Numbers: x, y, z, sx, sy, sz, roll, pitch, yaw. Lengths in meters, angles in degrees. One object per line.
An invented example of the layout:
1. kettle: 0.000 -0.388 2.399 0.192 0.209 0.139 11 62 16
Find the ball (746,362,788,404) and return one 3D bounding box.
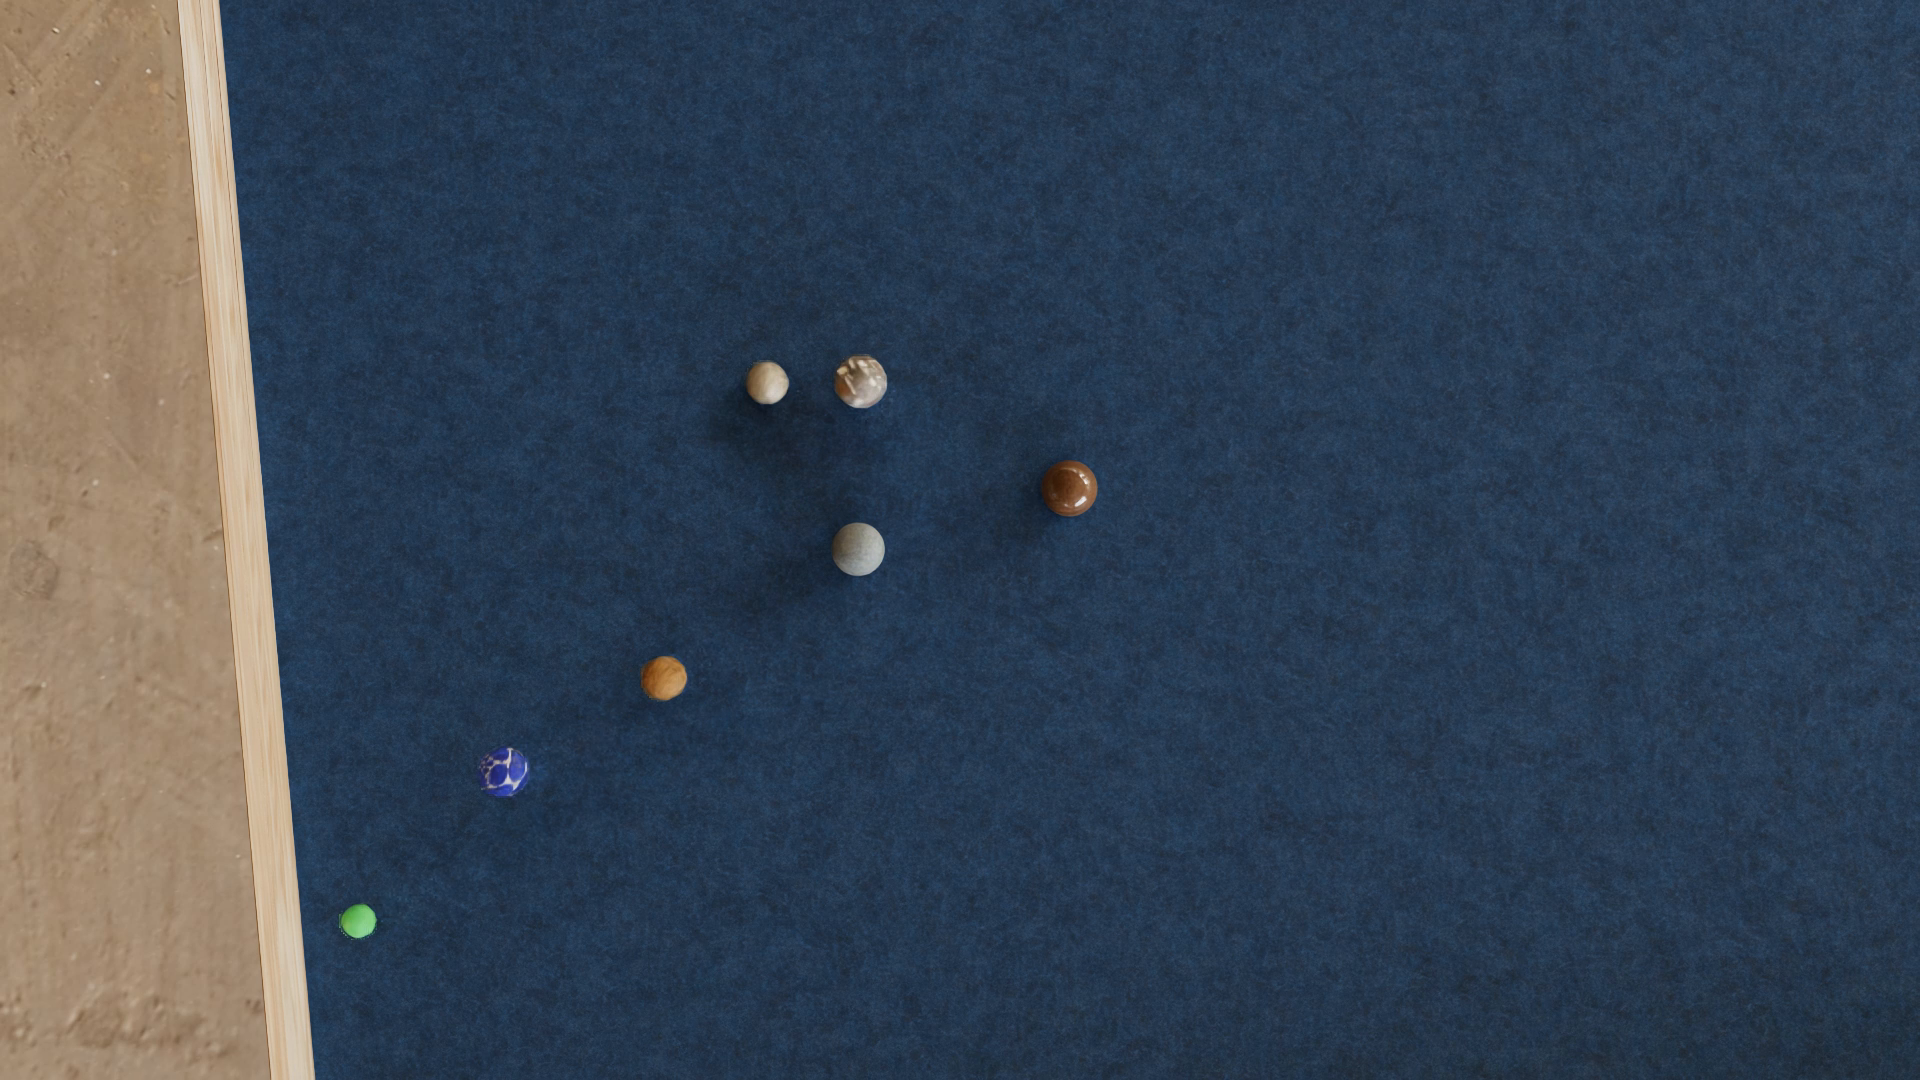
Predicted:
1. ball: -0.288 -0.234 3.284 0.064 0.064 0.064 0 84 0

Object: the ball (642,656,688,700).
1. ball: -0.434 0.203 3.234 0.065 0.065 0.065 0 84 0

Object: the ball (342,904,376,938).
1. ball: -0.876 0.555 3.202 0.049 0.049 0.049 0 84 0

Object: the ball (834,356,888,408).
1. ball: -0.148 -0.236 3.276 0.079 0.079 0.079 0 84 0

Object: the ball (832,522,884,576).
1. ball: -0.151 0.014 3.248 0.079 0.079 0.079 0 84 0

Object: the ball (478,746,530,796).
1. ball: -0.666 0.339 3.215 0.073 0.073 0.073 0 84 0

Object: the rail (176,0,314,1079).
1. rail: -1.027 0.124 3.219 0.045 0.110 2.389 -7 84 -1

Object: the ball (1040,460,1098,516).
1. ball: 0.162 -0.076 3.256 0.084 0.084 0.084 0 84 0
